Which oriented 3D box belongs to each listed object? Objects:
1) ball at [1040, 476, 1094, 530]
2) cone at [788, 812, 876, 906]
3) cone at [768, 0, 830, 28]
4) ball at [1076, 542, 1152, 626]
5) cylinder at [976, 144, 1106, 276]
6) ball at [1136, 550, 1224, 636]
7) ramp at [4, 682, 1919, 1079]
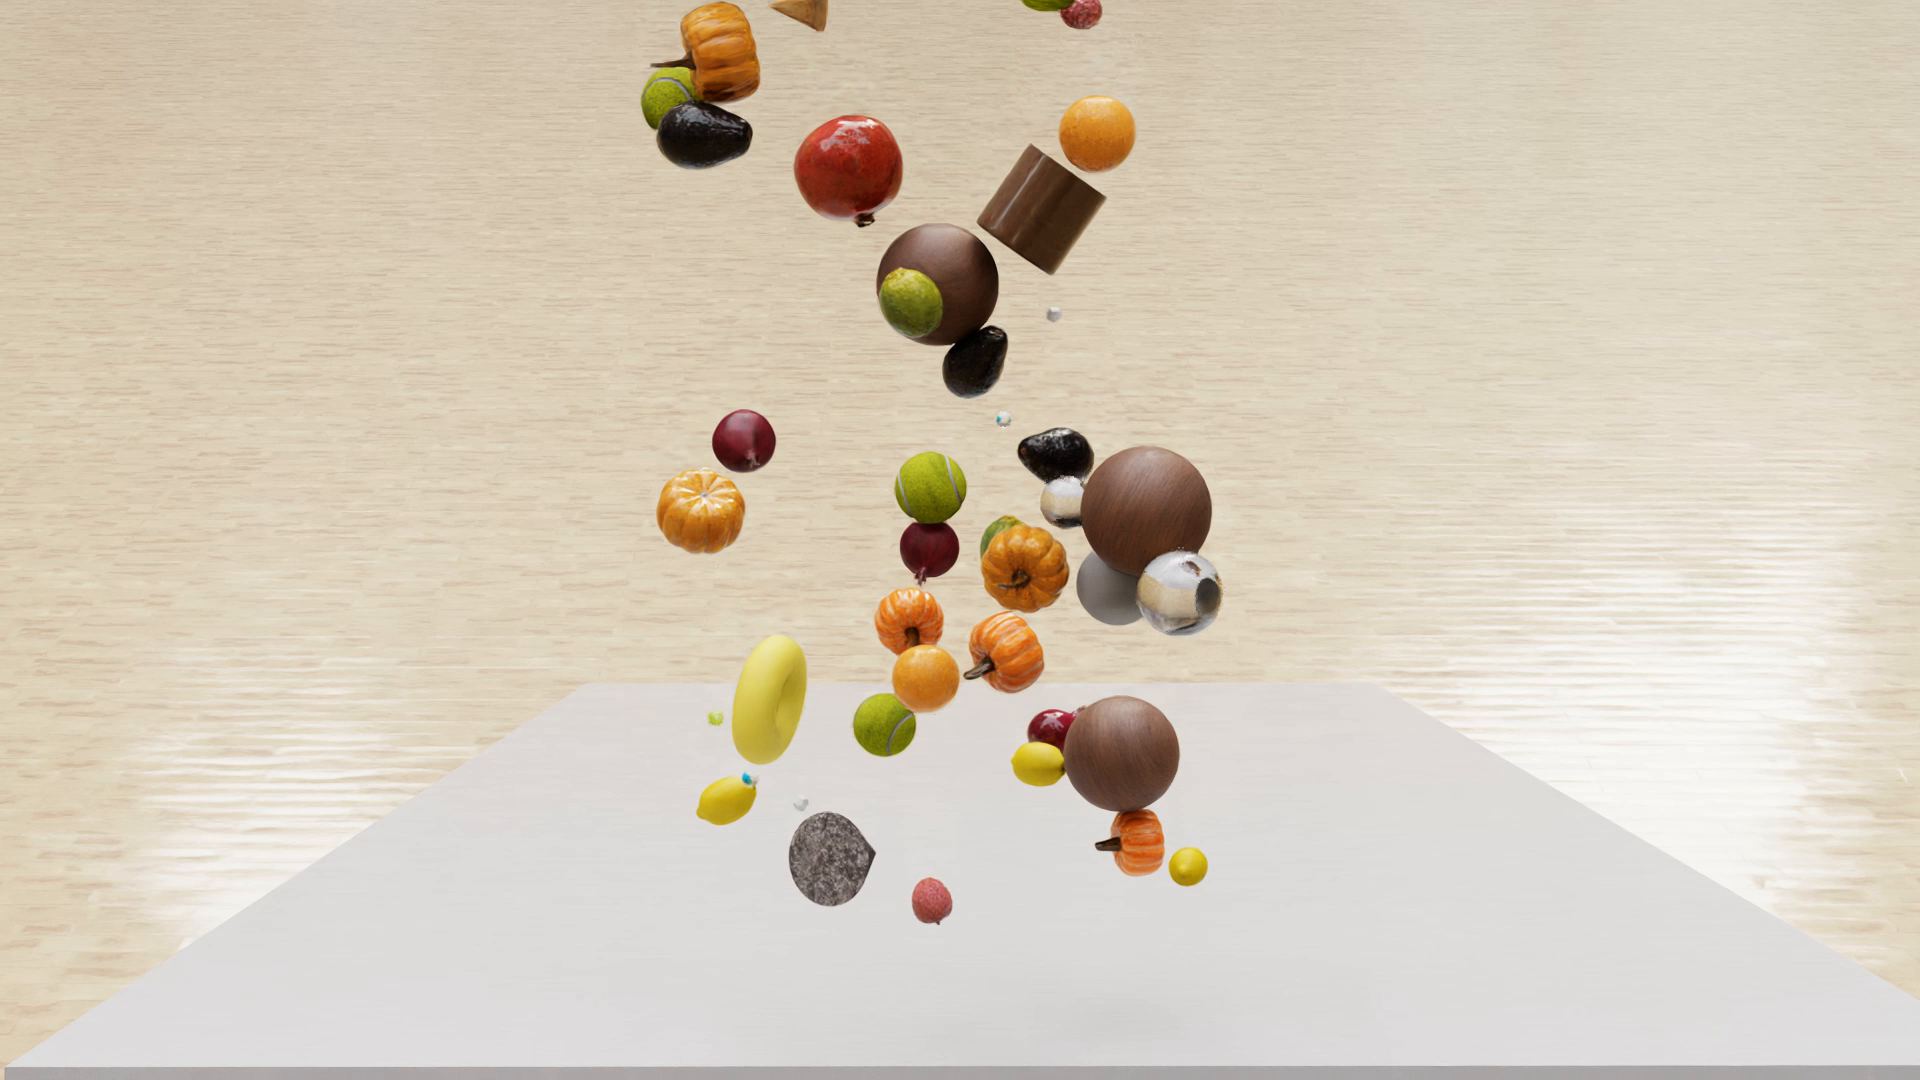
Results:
[{"bbox_3d":[0.108,-0.037,2.585,0.055,0.055,0.055,0,24,0],"label":"ball"},{"bbox_3d":[-0.106,0.313,2.551,0.092,0.092,0.092,14,5,29],"label":"cone"},{"bbox_3d":[-0.169,-0.541,2.605,0.056,0.056,0.056,-5,21,20],"label":"cone"},{"bbox_3d":[0.161,0.045,2.620,0.085,0.085,0.085,0,24,0],"label":"ball"},{"bbox_3d":[0.084,-0.342,2.668,0.099,0.099,0.099,34,8,-6],"label":"cylinder"},{"bbox_3d":[0.211,0.051,2.468,0.083,0.083,0.083,0,24,0],"label":"ball"},{"bbox_3d":[0.054,0.491,4.542,2.000,0.100,4.000,0,2,0],"label":"ramp"}]
